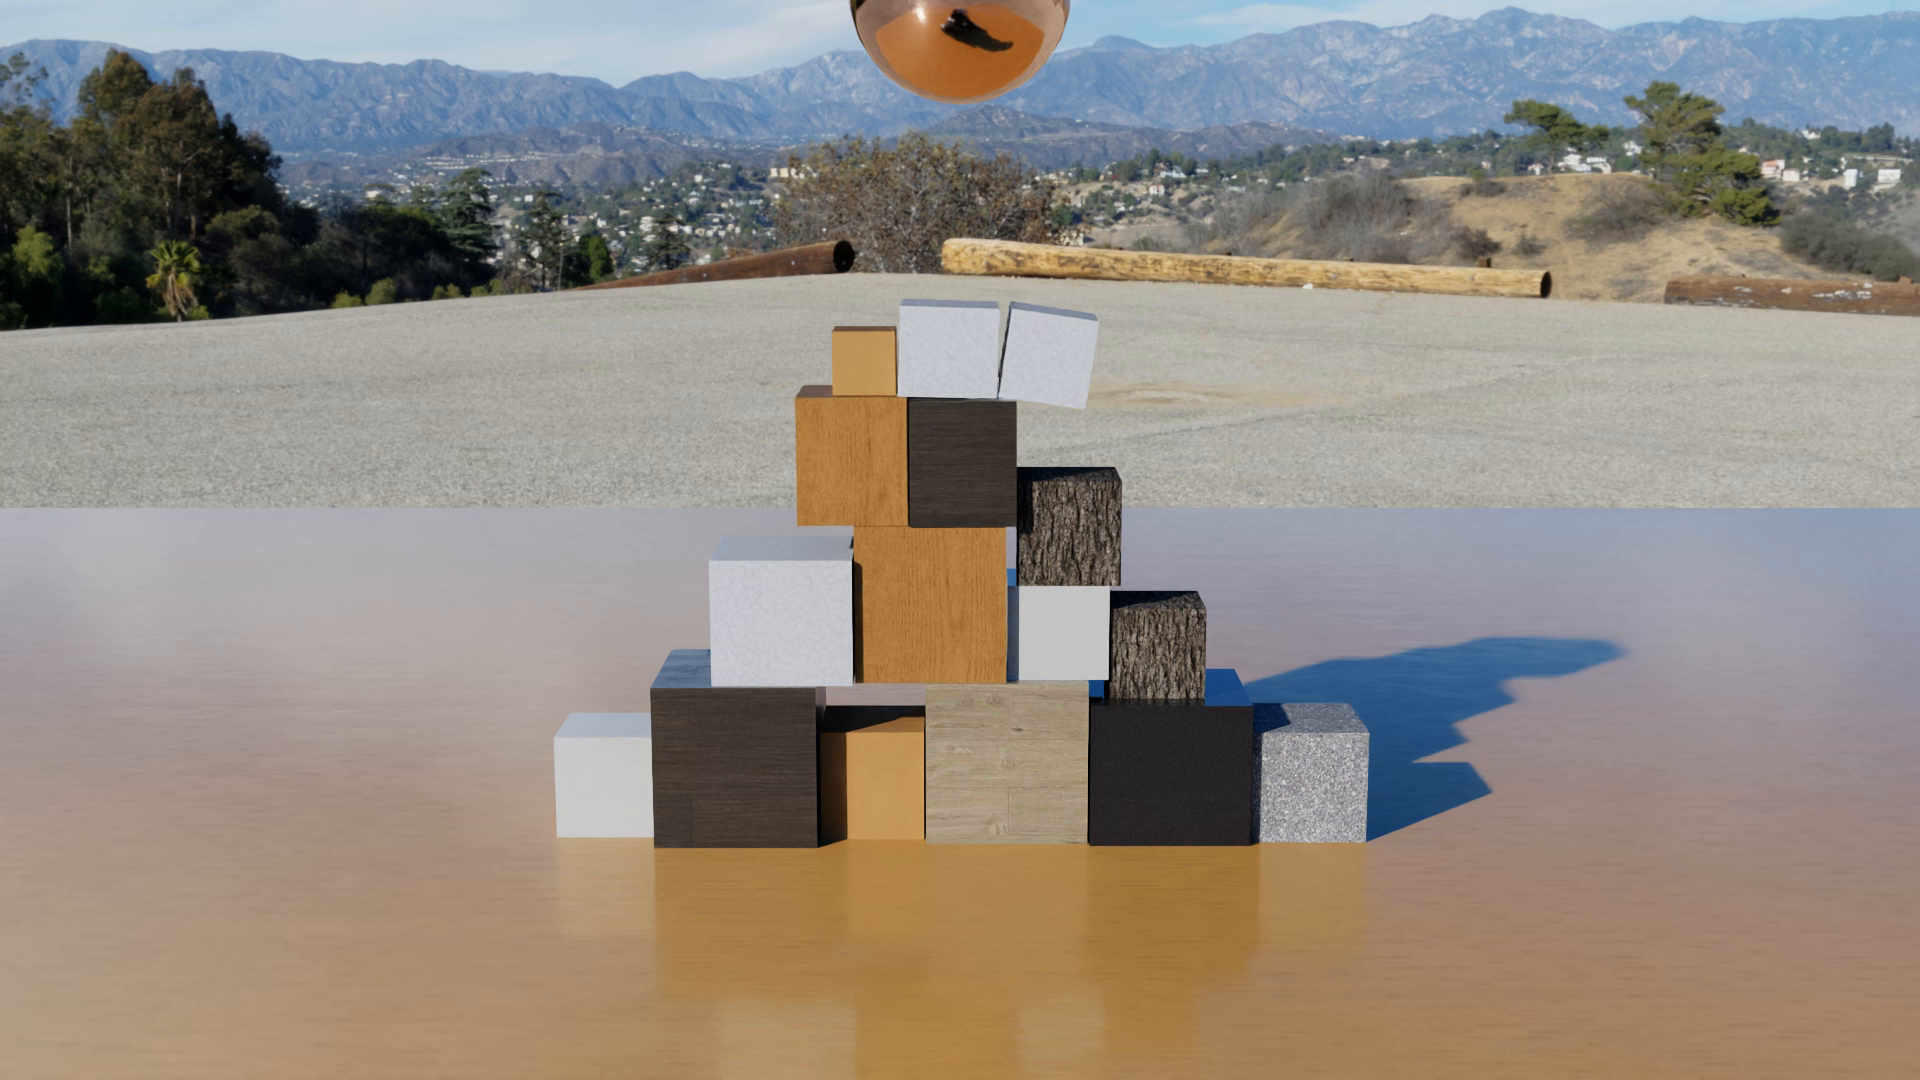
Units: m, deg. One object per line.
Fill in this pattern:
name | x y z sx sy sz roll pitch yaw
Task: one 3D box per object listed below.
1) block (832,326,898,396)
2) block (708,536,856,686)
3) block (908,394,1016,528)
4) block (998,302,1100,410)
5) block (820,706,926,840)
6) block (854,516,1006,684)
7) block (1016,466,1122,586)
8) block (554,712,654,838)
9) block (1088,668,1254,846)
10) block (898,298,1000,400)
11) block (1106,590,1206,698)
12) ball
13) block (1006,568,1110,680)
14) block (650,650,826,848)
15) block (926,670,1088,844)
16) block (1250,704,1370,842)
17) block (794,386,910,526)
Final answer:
block | -0.475 -0.900 11.003 0.312 0.315 0.318 0 10 0
block | -0.885 0.353 11.226 0.703 0.634 0.696 0 10 0
block | 0.015 -0.427 11.093 0.529 0.621 0.634 0 10 0
block | 0.435 -0.930 11.011 0.431 0.437 0.498 8 10 -1
block | -0.444 1.198 11.411 0.525 0.560 0.544 0 10 0
block | -0.148 0.268 11.235 0.754 0.794 0.636 0 10 0
block | 0.548 -0.075 11.173 0.509 0.527 0.504 0 10 0
block | -1.801 1.215 11.410 0.509 0.527 0.486 0 10 0
block | 1.058 1.115 11.401 0.809 0.728 0.785 0 10 0
block | -0.056 -0.962 11.017 0.488 0.443 0.508 2 10 0
block | 0.997 0.531 11.289 0.479 0.460 0.465 0 10 0
ball | 0.000 -3.925 15.706 1.600 1.600 1.600 0 10 0
block | 0.494 0.426 11.241 0.506 0.481 0.456 0 10 0
block | -1.127 1.066 11.391 0.820 0.828 0.847 0 10 0
block | 0.235 1.065 11.388 0.815 0.830 0.694 0 10 0
block | 1.764 1.197 11.379 0.584 0.574 0.592 0 10 0
block | -0.533 -0.434 11.105 0.547 0.636 0.575 0 10 0
